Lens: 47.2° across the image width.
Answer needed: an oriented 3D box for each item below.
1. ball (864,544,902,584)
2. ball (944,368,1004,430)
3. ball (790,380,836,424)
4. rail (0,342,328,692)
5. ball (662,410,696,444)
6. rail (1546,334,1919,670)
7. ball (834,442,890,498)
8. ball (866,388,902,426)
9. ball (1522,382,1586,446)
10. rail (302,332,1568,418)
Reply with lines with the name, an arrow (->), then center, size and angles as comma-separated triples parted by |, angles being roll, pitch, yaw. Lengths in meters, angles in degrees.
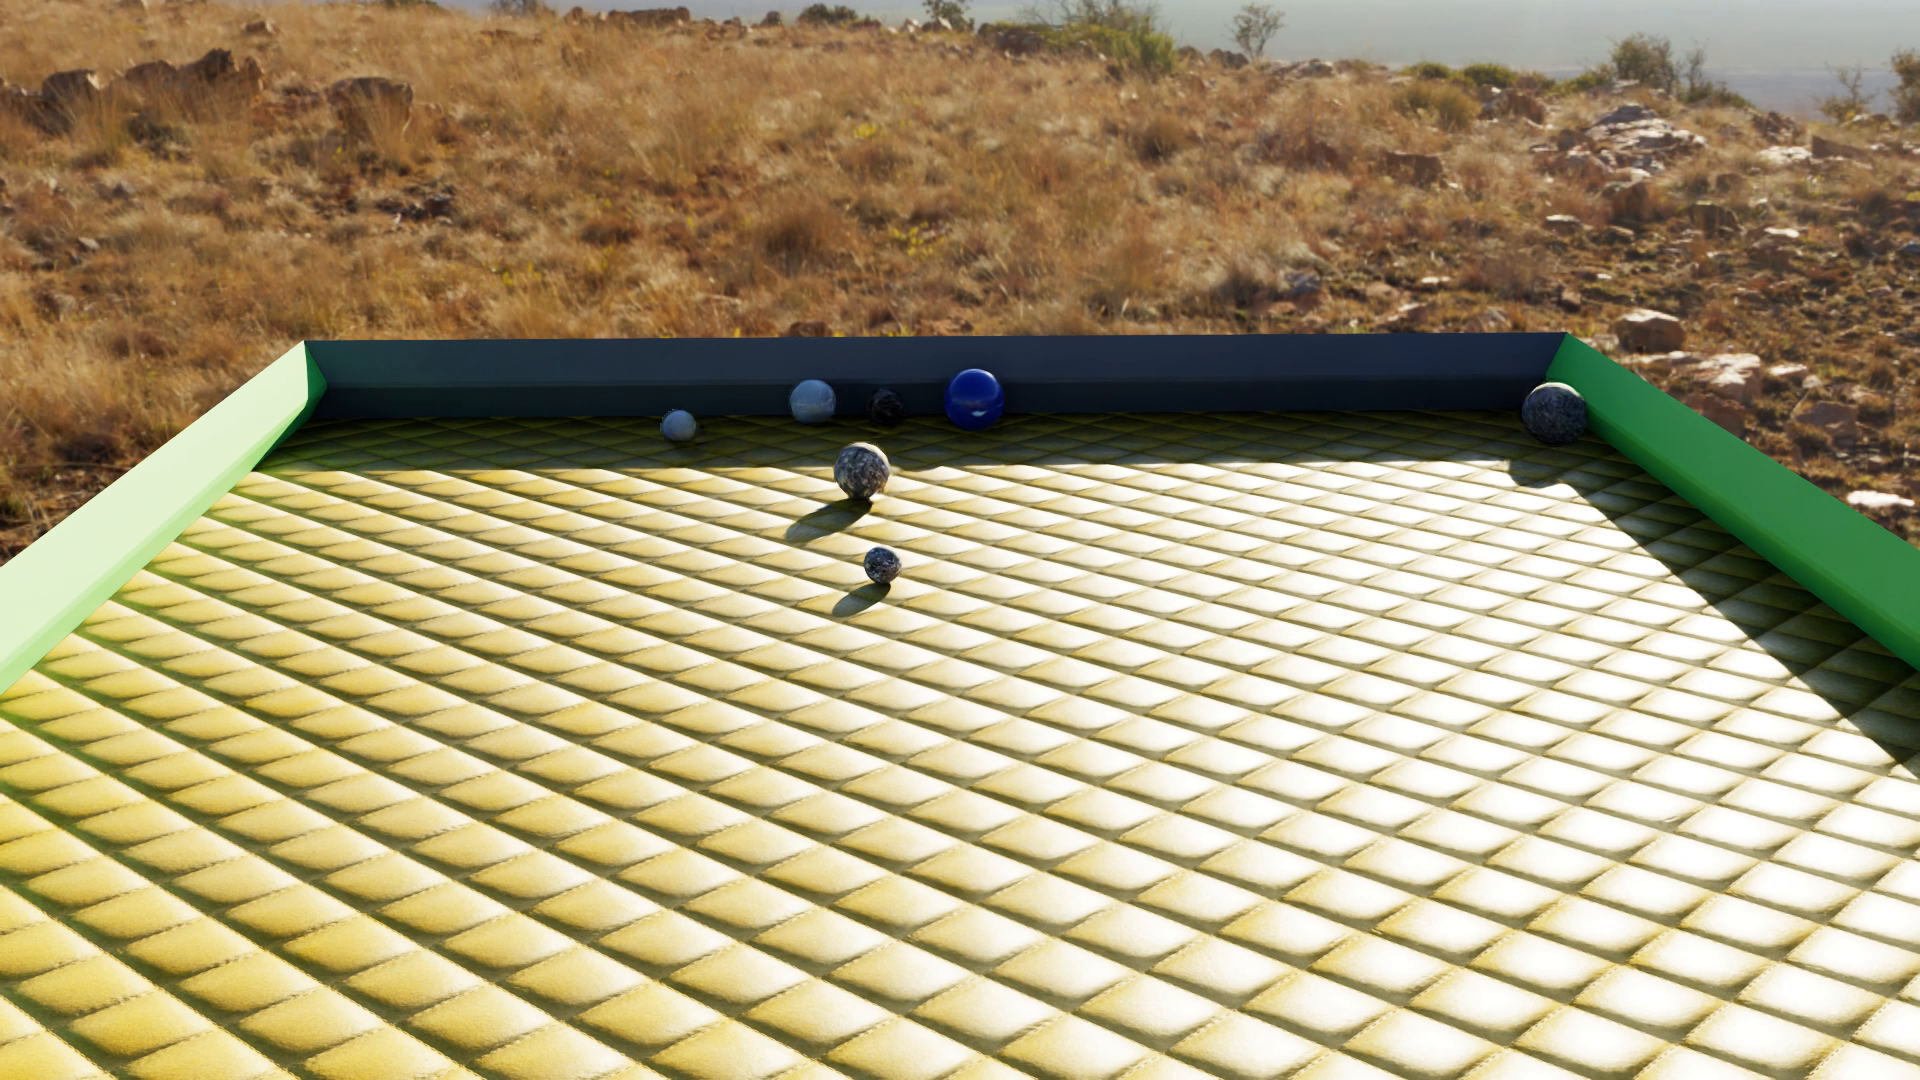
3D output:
ball -> -0.094, 0.030, 2.679 | 0.047, 0.047, 0.047 | 0, 16, 0
ball -> 0.022, -0.222, 3.464 | 0.097, 0.097, 0.097 | 0, 16, 0
ball -> -0.234, -0.220, 3.499 | 0.073, 0.073, 0.073 | 0, 16, 0
rail -> -0.968, 0.220, 1.871 | 0.045, 0.125, 3.466 | -1, 16, -2
ball -> -0.431, -0.174, 3.379 | 0.051, 0.051, 0.051 | 0, 16, 0
rail -> 1.029, 0.201, 1.939 | 0.045, 0.125, 3.466 | -1, 16, -2
ball -> -0.137, -0.096, 3.061 | 0.078, 0.078, 0.078 | 0, 16, 0
ball -> -0.121, -0.212, 3.499 | 0.058, 0.058, 0.058 | 0, 16, 0
ball -> 0.909, -0.193, 3.366 | 0.095, 0.095, 0.095 | 0, 16, 0
rail -> -0.030, -0.262, 3.547 | 2.046, 0.125, 0.045 | -1, 16, -2
